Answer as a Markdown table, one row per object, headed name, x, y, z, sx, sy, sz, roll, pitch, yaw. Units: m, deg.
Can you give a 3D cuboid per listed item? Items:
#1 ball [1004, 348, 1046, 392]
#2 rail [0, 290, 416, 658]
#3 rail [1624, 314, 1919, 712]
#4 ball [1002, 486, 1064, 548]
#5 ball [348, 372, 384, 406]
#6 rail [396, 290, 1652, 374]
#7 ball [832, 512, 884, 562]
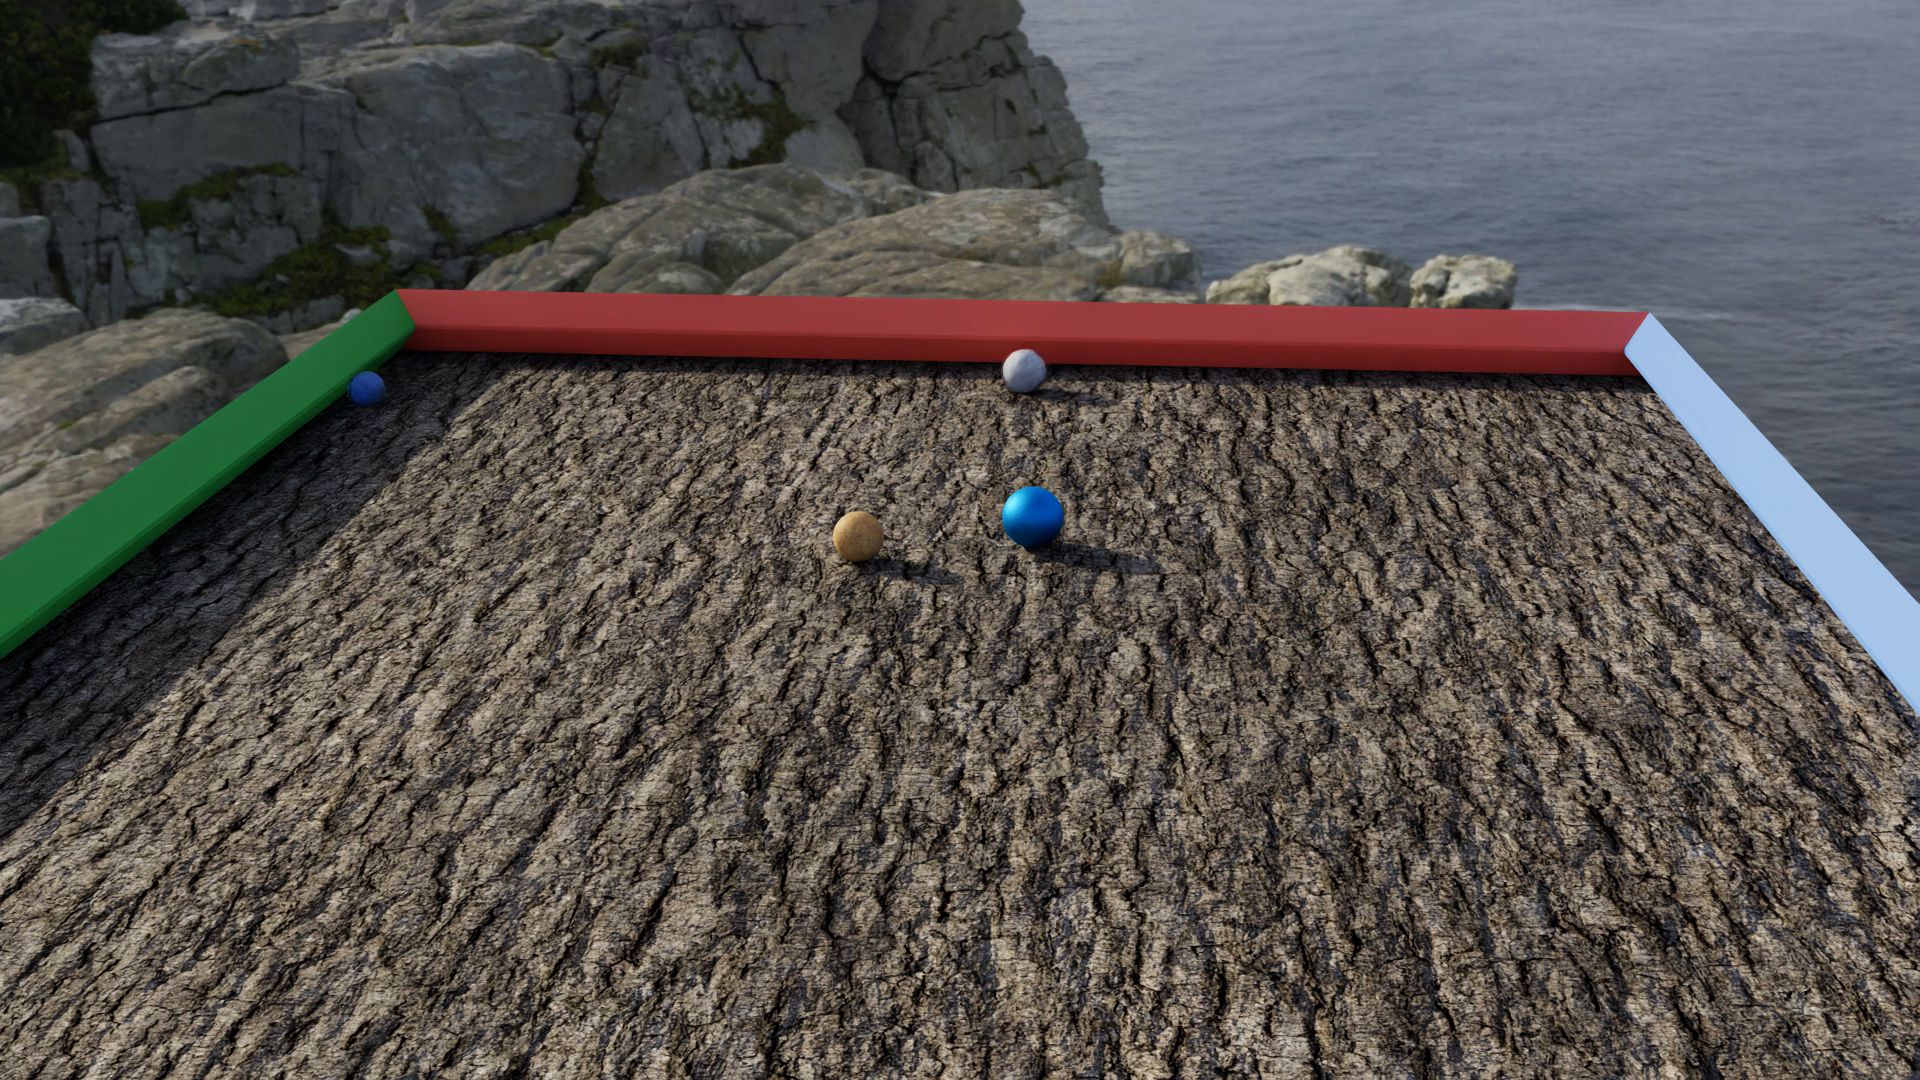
| name | x | y | z | sx | sy | sz | roll | pitch | yaw |
| --- | --- | --- | --- | --- | --- | --- | --- | --- | --- |
| ball | 0.099 | -0.259 | 3.363 | 0.067 | 0.067 | 0.067 | 0 | 19 | 0 |
| rail | -1.055 | 0.272 | 1.792 | 0.045 | 0.101 | 3.847 | 2 | 19 | 4 |
| rail | 0.899 | 0.325 | 1.642 | 0.045 | 0.101 | 3.847 | 2 | 19 | 4 |
| ball | 0.089 | -0.028 | 2.690 | 0.075 | 0.075 | 0.075 | 0 | 19 | 0 |
| ball | -0.888 | -0.226 | 3.291 | 0.053 | 0.053 | 0.053 | 0 | 19 | 0 |
| rail | 0.076 | -0.327 | 3.504 | 2.008 | 0.101 | 0.045 | 2 | 19 | 4 |
| ball | -0.122 | -0.004 | 2.642 | 0.062 | 0.062 | 0.062 | 0 | 19 | 0 |
